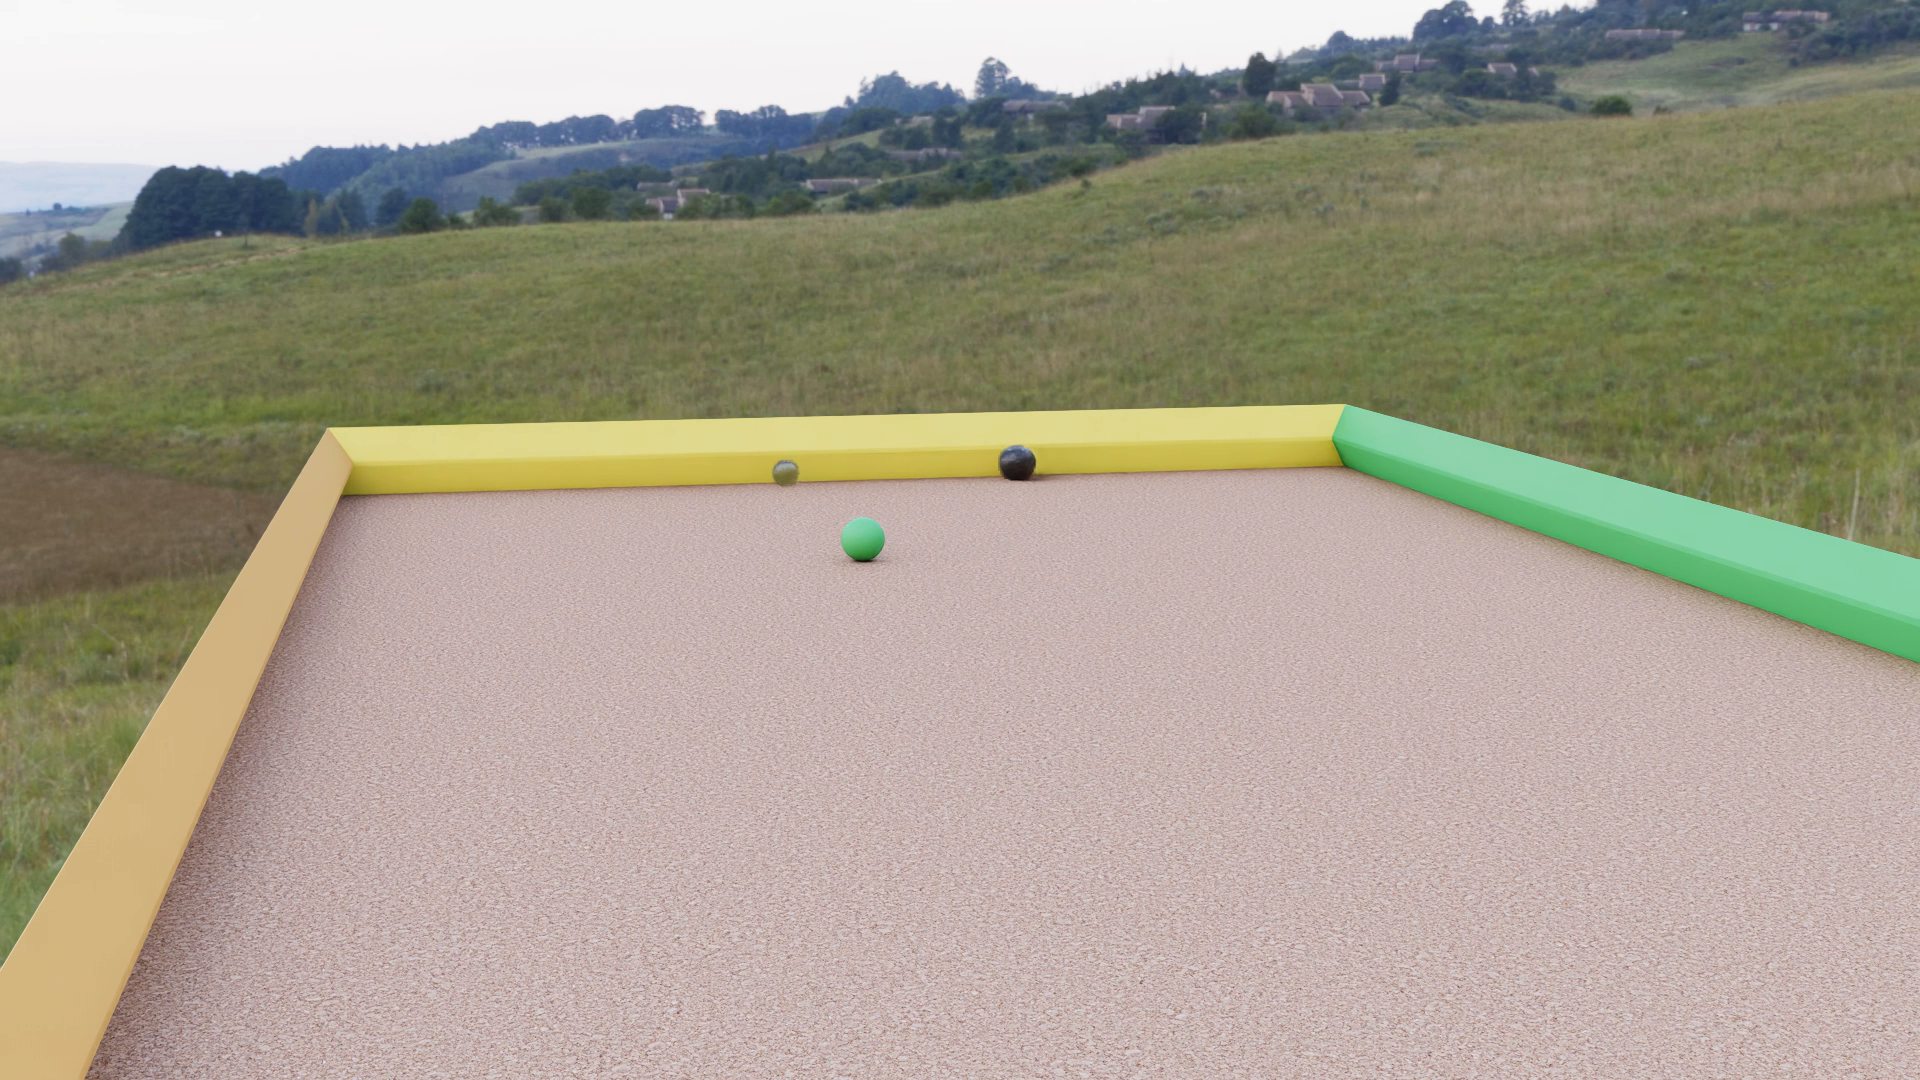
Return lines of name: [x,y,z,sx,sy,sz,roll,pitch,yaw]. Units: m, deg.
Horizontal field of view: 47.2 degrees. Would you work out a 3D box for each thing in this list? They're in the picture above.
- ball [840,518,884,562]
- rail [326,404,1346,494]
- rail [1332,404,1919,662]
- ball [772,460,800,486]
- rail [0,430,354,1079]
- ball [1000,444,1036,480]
ball: [-0.145,-0.001,3.293,0.066,0.066,0.066,0,10,0]
rail: [-0.181,-0.171,4.132,1.942,0.120,0.045,-2,10,-12]
rail: [1.113,0.081,2.630,0.045,0.120,3.568,-2,10,-12]
ball: [-0.323,-0.125,4.081,0.048,0.048,0.048,0,10,0]
rail: [-0.740,0.147,2.240,0.045,0.120,3.568,-2,10,-12]
ball: [0.110,-0.146,4.150,0.068,0.068,0.068,0,10,0]
